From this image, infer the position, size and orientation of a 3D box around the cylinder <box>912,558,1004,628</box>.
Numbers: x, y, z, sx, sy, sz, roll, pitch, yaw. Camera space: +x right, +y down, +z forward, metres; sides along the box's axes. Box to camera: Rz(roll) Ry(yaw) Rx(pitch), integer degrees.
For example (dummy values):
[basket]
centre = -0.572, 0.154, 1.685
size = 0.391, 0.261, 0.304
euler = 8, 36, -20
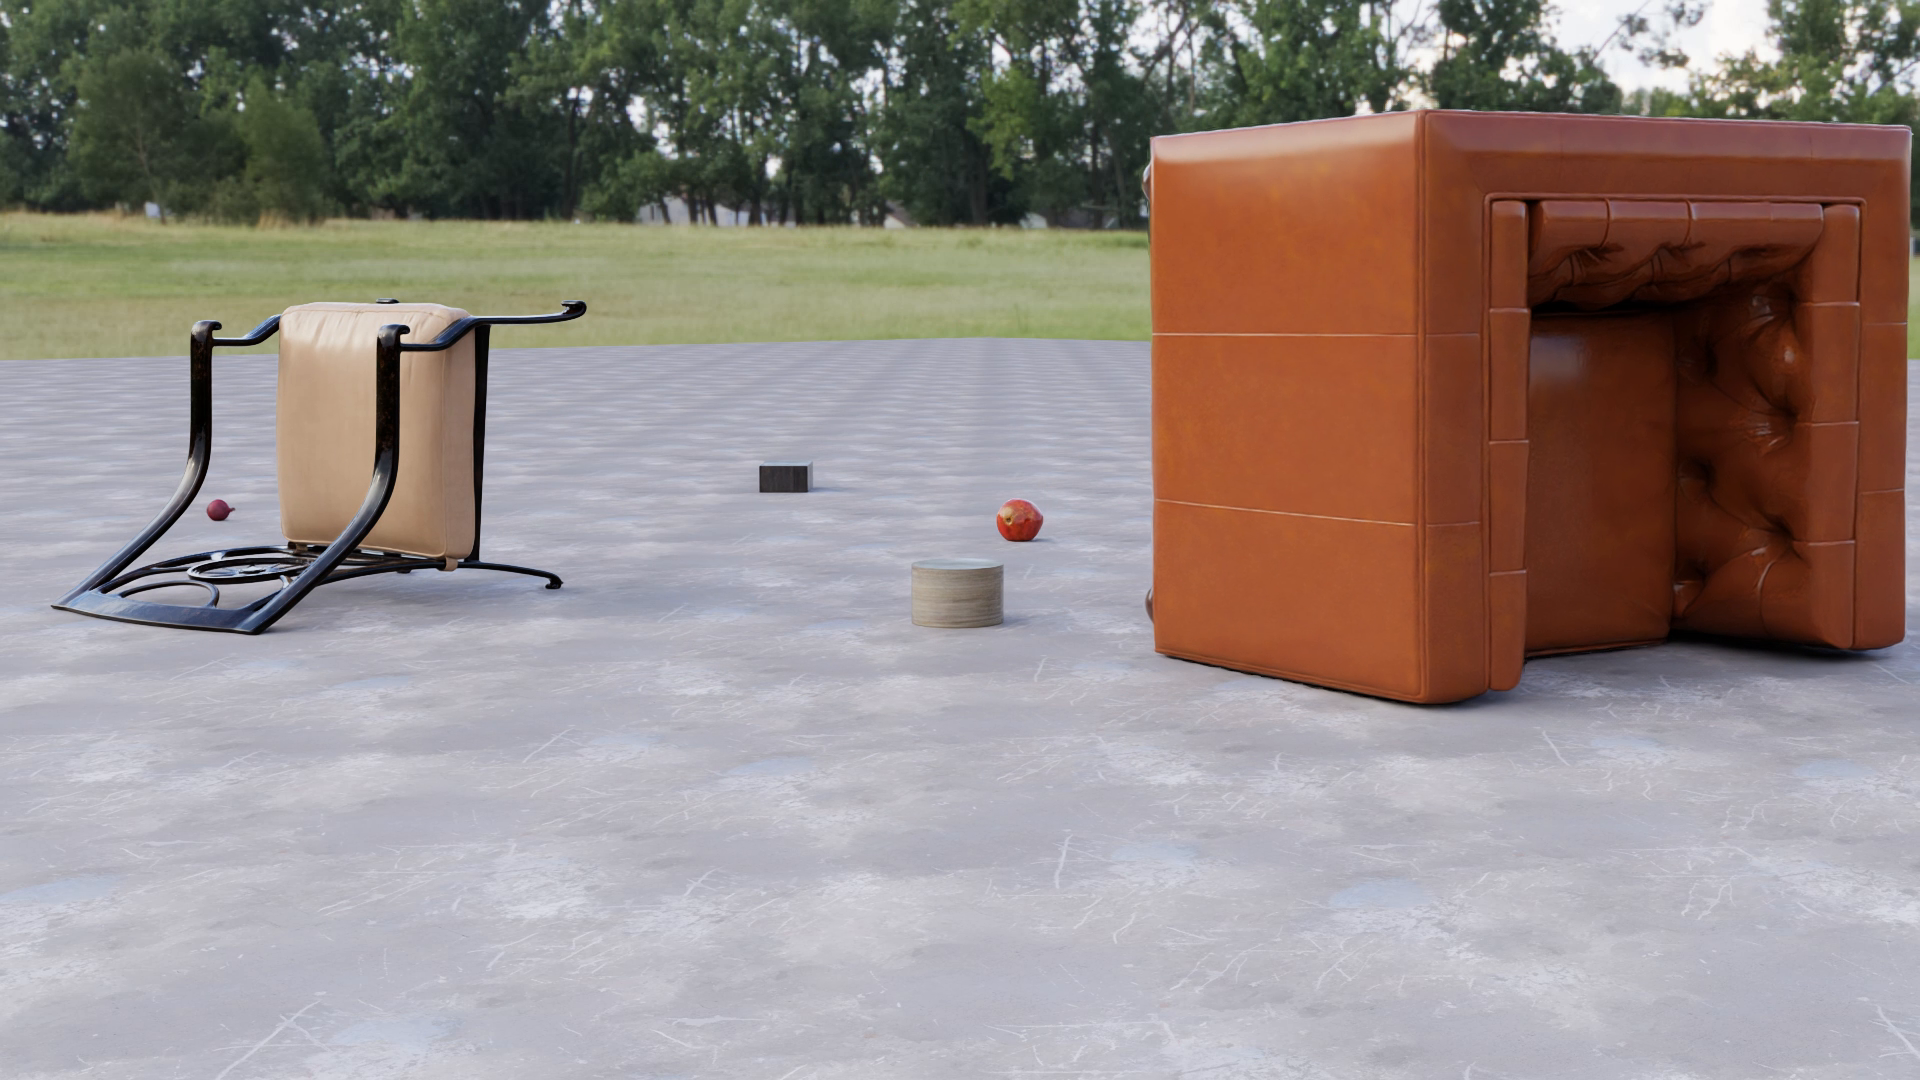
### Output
[cylinder]
centre = -0.005, 0.101, 4.891
size = 0.174, 0.112, 0.188
euler = 2, 6, 20

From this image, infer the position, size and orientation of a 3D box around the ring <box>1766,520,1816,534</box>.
[ring]
centre = 2.138, -0.034, 6.603
size = 0.130, 0.029, 0.102
euler = -2, 7, -10

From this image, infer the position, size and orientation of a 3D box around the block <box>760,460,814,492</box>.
[block]
centre = -0.535, -0.196, 7.910
size = 0.147, 0.082, 0.209
euler = 0, 6, 1
